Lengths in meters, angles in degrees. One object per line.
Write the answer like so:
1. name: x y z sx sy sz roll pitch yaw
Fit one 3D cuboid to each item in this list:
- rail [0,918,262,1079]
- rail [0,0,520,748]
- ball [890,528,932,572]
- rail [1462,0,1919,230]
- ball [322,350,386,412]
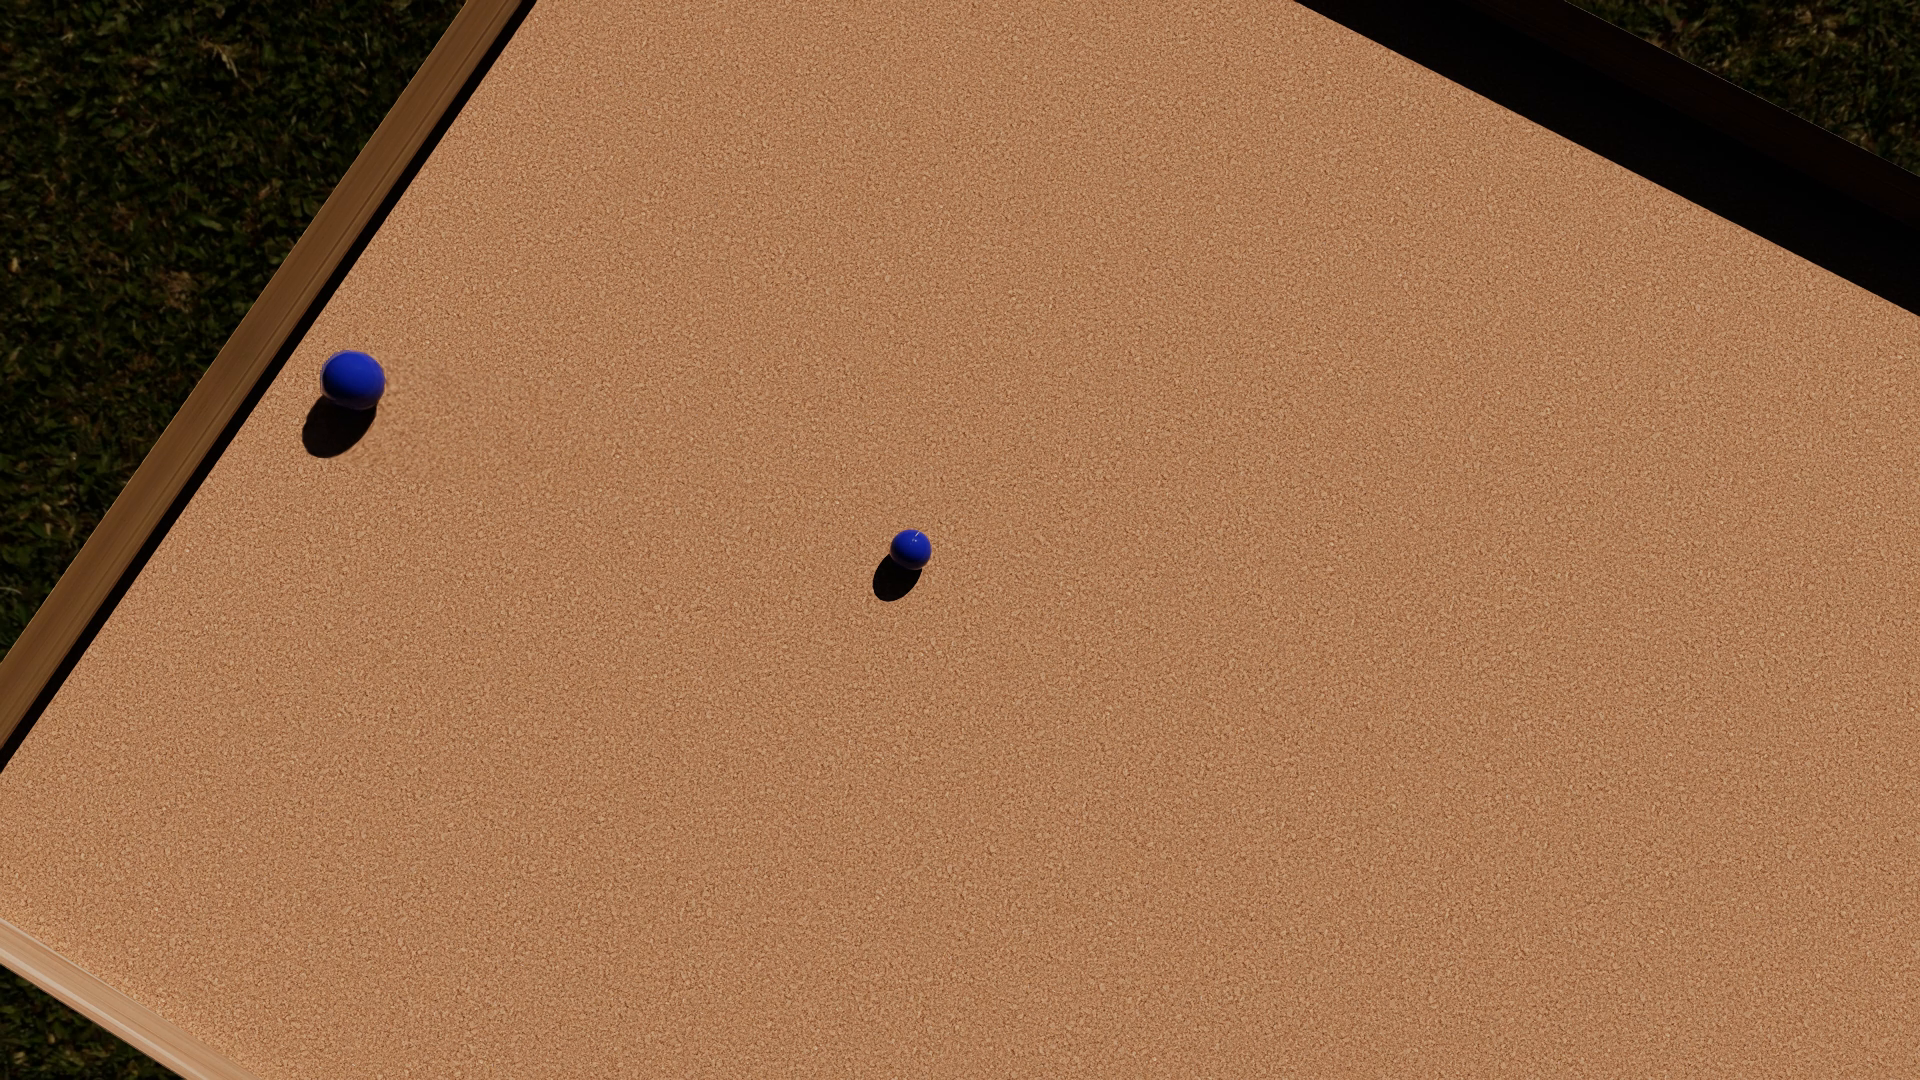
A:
1. rail: 0.362 1.537 2.903 4.443 0.125 0.045 29 77 8
2. rail: -0.943 -0.528 3.469 0.045 0.125 2.461 29 77 8
3. ball: -0.075 0.015 3.352 0.064 0.064 0.064 0 75 0
4. rail: 1.564 -0.482 3.456 4.443 0.125 0.045 29 77 8
5. ball: -0.939 -0.245 3.407 0.096 0.096 0.096 0 75 0
